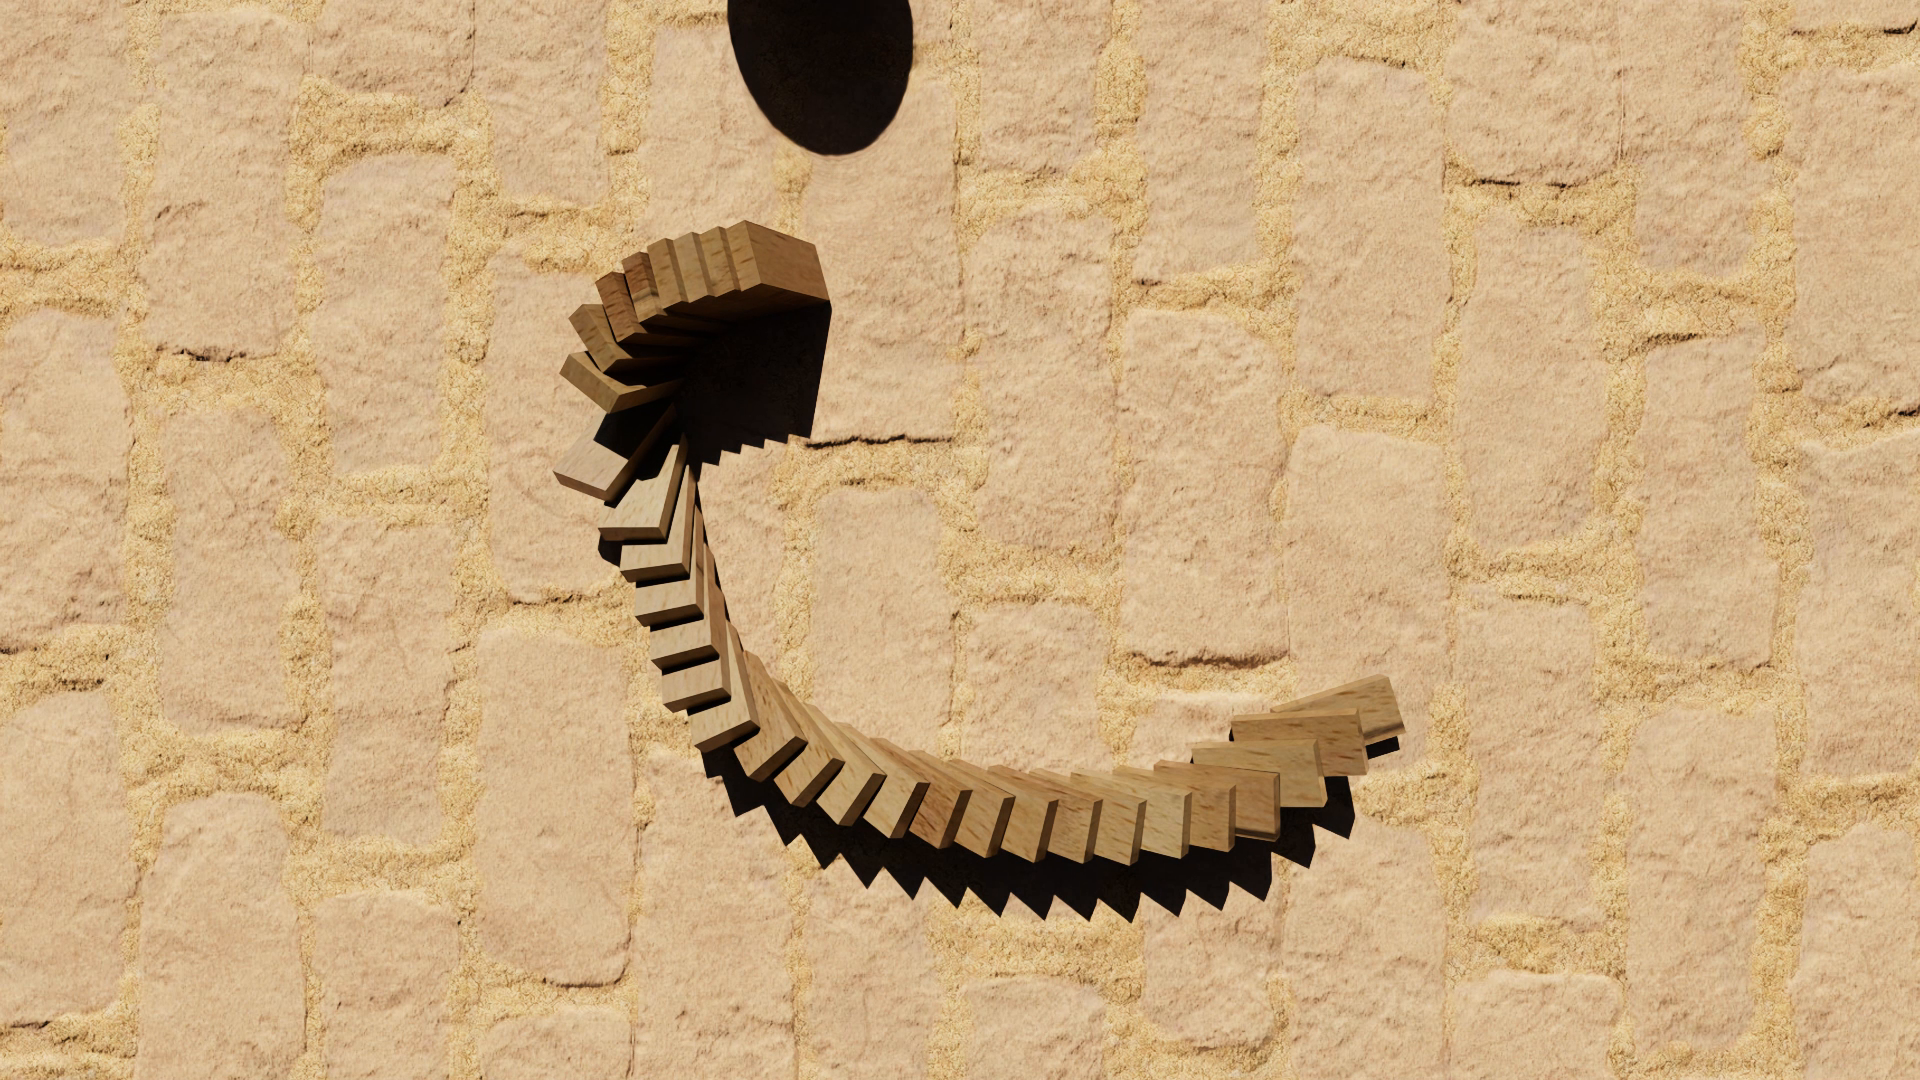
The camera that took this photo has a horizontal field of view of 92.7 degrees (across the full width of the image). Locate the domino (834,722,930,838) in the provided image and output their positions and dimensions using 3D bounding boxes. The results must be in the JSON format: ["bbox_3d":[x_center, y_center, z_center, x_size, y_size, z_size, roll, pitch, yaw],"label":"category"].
[{"bbox_3d":[-0.039,0.099,0.382,0.050,0.010,0.025,27,90,34],"label":"domino"}]

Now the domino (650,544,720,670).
[{"bbox_3d":[-0.115,0.027,0.382,0.025,0.010,0.050,-15,56,1],"label":"domino"}]

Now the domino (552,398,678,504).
[{"bbox_3d":[-0.143,-0.041,0.381,0.025,0.009,0.050,20,59,10],"label":"domino"}]

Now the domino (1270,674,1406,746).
[{"bbox_3d":[0.163,0.078,0.395,0.050,0.009,0.025,-18,90,0],"label":"domino"}]

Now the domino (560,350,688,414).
[{"bbox_3d":[-0.136,-0.068,0.375,0.025,0.050,0.010,39,114,0],"label":"domino"}]

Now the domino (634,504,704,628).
[{"bbox_3d":[-0.121,0.010,0.382,0.025,0.010,0.050,-12,56,0],"label":"domino"}]

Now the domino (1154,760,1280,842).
[{"bbox_3d":[0.107,0.108,0.382,0.050,0.010,0.025,-1,91,33],"label":"domino"}]

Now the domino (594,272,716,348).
[{"bbox_3d":[-0.123,-0.093,0.375,0.010,0.050,0.025,-21,90,24],"label":"domino"}]

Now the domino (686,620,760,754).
[{"bbox_3d":[-0.102,0.060,0.382,0.025,0.009,0.050,-25,55,1],"label":"domino"}]

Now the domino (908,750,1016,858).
[{"bbox_3d":[-0.004,0.109,0.382,0.050,0.010,0.025,18,90,34],"label":"domino"}]

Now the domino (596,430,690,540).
[{"bbox_3d":[-0.131,-0.023,0.382,0.025,0.009,0.050,0,56,3],"label":"domino"}]

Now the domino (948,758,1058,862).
[{"bbox_3d":[0.015,0.112,0.383,0.050,0.009,0.025,14,90,33],"label":"domino"}]

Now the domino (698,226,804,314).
[{"bbox_3d":[-0.084,-0.110,0.375,0.010,0.050,0.025,-15,90,24],"label":"domino"}]

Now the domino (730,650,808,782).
[{"bbox_3d":[-0.086,0.073,0.382,0.025,0.009,0.050,-41,54,0],"label":"domino"}]

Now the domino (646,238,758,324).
[{"bbox_3d":[-0.104,-0.105,0.375,0.009,0.050,0.025,-15,90,24],"label":"domino"}]

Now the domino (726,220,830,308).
[{"bbox_3d":[-0.074,-0.112,0.375,0.010,0.050,0.025,-15,90,24],"label":"domino"}]

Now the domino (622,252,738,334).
[{"bbox_3d":[-0.114,-0.100,0.375,0.010,0.050,0.025,-16,90,24],"label":"domino"}]

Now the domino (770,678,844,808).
[{"bbox_3d":[-0.072,0.084,0.382,0.025,0.010,0.050,-48,55,0],"label":"domino"}]

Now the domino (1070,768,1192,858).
[{"bbox_3d":[0.070,0.113,0.382,0.050,0.010,0.025,4,91,33],"label":"domino"}]

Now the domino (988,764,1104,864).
[{"bbox_3d":[0.033,0.114,0.383,0.050,0.010,0.025,10,90,32],"label":"domino"}]

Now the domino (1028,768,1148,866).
[{"bbox_3d":[0.051,0.115,0.383,0.050,0.009,0.025,9,90,32],"label":"domino"}]

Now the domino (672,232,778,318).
[{"bbox_3d":[-0.094,-0.107,0.375,0.009,0.050,0.025,-15,90,24],"label":"domino"}]

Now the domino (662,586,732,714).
[{"bbox_3d":[-0.111,0.044,0.382,0.025,0.009,0.050,-16,56,2],"label":"domino"}]

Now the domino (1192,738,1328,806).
[{"bbox_3d":[0.124,0.097,0.383,0.050,0.009,0.025,-10,90,32],"label":"domino"}]

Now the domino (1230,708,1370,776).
[{"bbox_3d":[0.141,0.085,0.383,0.050,0.010,0.025,-11,91,31],"label":"domino"}]

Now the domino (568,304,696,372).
[{"bbox_3d":[-0.133,-0.083,0.375,0.009,0.050,0.025,-32,90,25],"label":"domino"}]

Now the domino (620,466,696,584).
[{"bbox_3d":[-0.125,-0.007,0.382,0.025,0.010,0.050,-8,56,0],"label":"domino"}]

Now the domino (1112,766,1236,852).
[{"bbox_3d":[0.089,0.111,0.382,0.050,0.009,0.025,1,91,33],"label":"domino"}]

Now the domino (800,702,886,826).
[{"bbox_3d":[-0.056,0.093,0.382,0.050,0.010,0.025,34,90,35],"label":"domino"}]

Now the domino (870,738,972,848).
[{"bbox_3d":[-0.021,0.105,0.382,0.050,0.010,0.025,21,90,34],"label":"domino"}]
